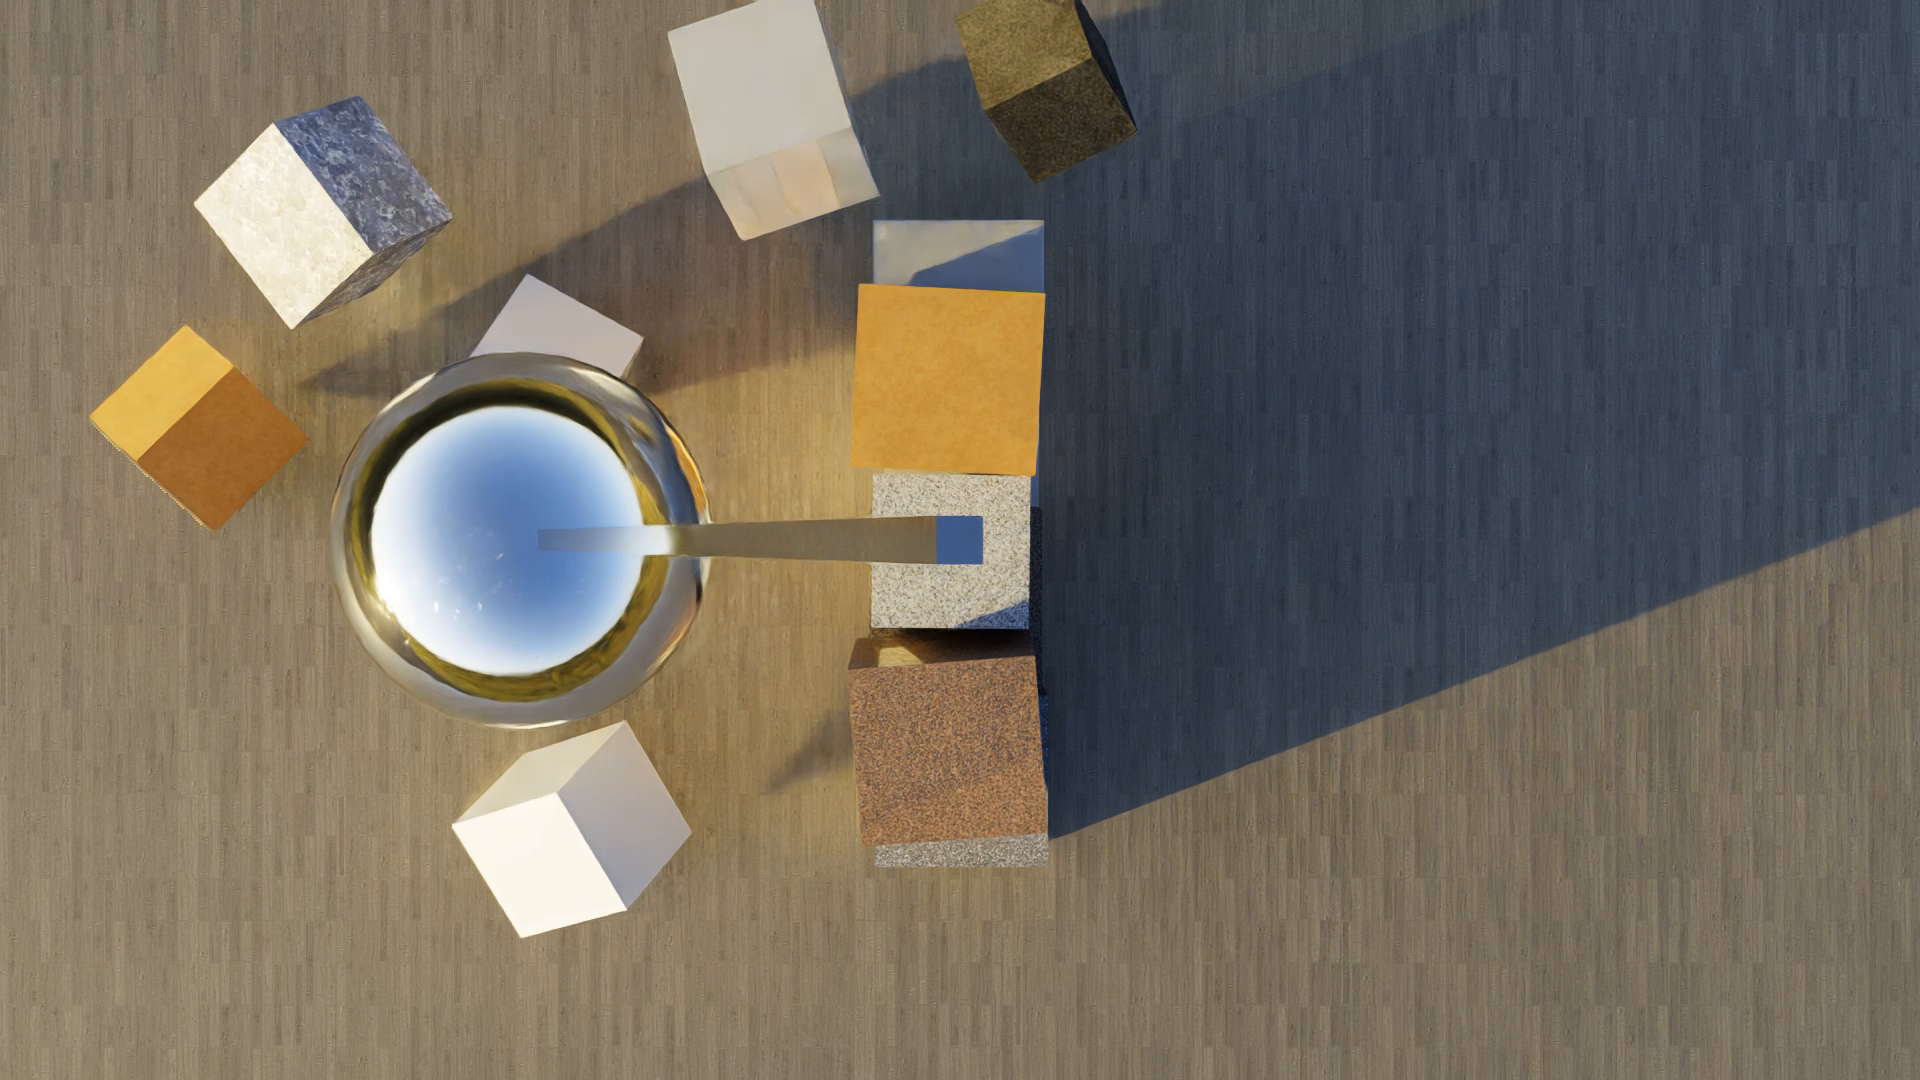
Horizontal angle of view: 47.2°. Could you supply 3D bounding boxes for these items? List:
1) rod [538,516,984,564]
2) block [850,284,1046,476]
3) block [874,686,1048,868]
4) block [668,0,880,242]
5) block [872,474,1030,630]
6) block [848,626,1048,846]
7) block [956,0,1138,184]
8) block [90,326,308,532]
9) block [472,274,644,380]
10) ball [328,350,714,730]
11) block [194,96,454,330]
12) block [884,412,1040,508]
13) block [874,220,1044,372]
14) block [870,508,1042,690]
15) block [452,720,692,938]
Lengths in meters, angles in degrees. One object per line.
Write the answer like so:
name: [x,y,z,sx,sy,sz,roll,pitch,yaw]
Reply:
rod: [-0.800,0.000,6.080,0.080,5.200,0.080,0,90,-18]
block: [-0.063,-0.850,11.638,0.940,1.069,0.922,3,95,0]
block: [0.008,1.324,12.542,0.953,0.916,0.946,0,90,0]
block: [-0.948,-2.174,11.253,0.754,0.713,0.867,-18,69,3]
block: [-0.046,0.058,11.584,0.800,0.849,0.779,1,90,0]
block: [-0.060,1.009,11.548,0.944,0.963,0.912,-4,97,1]
block: [0.417,-2.220,10.528,0.558,0.618,0.623,-24,57,14]
block: [-4.296,-0.631,12.439,0.736,0.684,0.654,-47,48,-11]
block: [-2.354,-0.880,12.440,0.742,0.710,0.725,29,52,-6]
ball: [-1.847,0.000,9.315,1.600,1.600,1.600,0,90,0]
block: [-3.388,-1.759,11.754,0.735,0.764,0.820,-34,96,30]
block: [0.009,-0.558,12.644,0.866,0.713,0.746,0,90,0]
block: [-0.008,-1.356,12.584,0.946,0.833,0.828,0,90,0]
block: [-0.023,0.320,12.504,0.946,0.991,0.989,0,90,0]
block: [-2.152,1.612,12.265,0.792,0.765,0.762,-19,107,30]
